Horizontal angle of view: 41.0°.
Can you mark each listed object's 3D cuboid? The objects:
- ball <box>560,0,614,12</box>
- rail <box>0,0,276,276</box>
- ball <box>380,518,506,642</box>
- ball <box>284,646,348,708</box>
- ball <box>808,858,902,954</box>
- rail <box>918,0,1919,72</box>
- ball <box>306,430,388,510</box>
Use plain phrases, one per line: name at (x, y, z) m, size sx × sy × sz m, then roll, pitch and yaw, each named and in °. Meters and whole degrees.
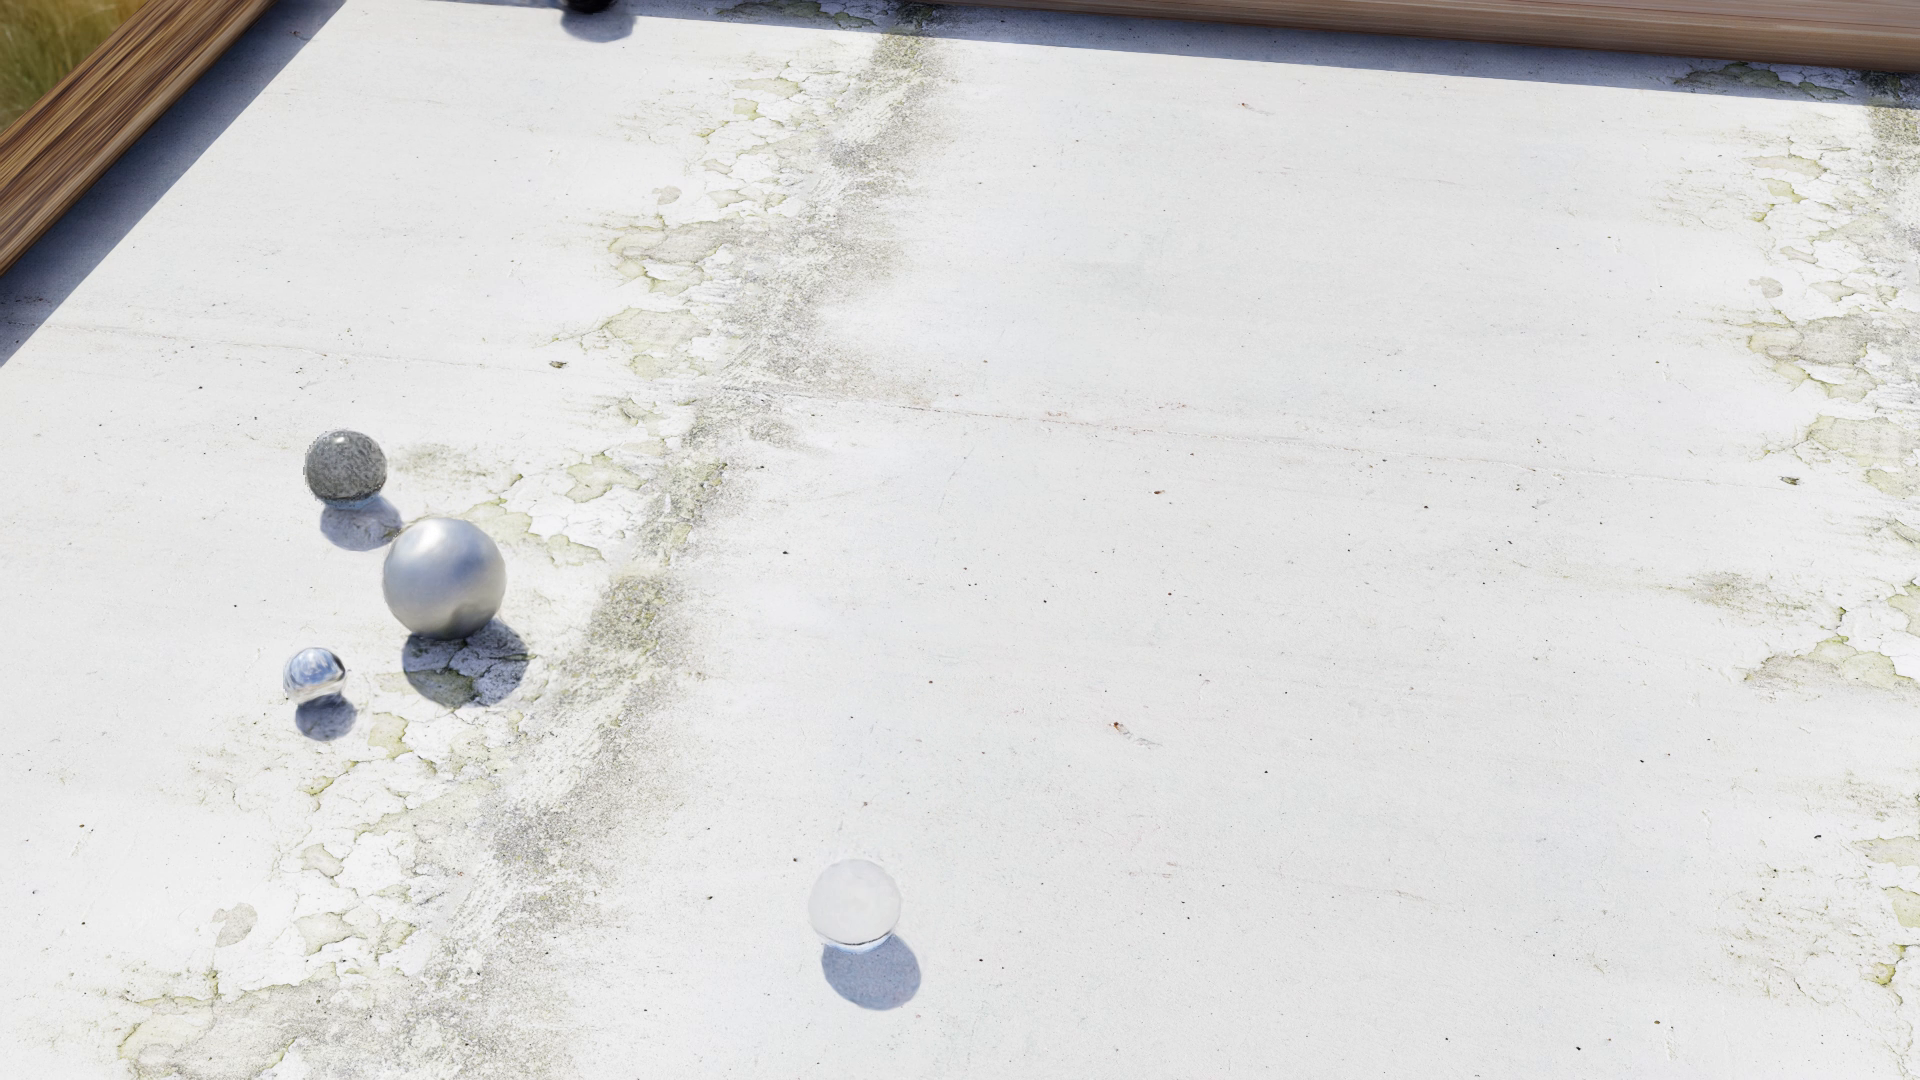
ball at (-0.398, -0.603, 2.732) m, size 0.082 × 0.082 × 0.082 m, roll 0°, pitch 35°, yaw 0°
rail at (-0.879, -0.112, 1.995) m, size 0.045 × 0.114 × 2.082 m, roll 6°, pitch 35°, yaw 8°
ball at (-0.365, 0.028, 1.818) m, size 0.088 × 0.088 × 0.088 m, roll 0°, pitch 35°, yaw 0°
ball at (-0.442, 0.094, 1.762) m, size 0.042 × 0.042 × 0.042 m, roll 0°, pitch 35°, yaw 0°
ball at (-0.064, 0.223, 1.563) m, size 0.058 × 0.058 × 0.058 m, roll 0°, pitch 35°, yaw 0°
rail at (1.081, -0.501, 2.556) m, size 3.665 × 0.114 × 0.045 m, roll 6°, pitch 35°, yaw 8°
ball at (-0.468, -0.053, 1.958) m, size 0.061 × 0.061 × 0.061 m, roll 0°, pitch 35°, yaw 0°
